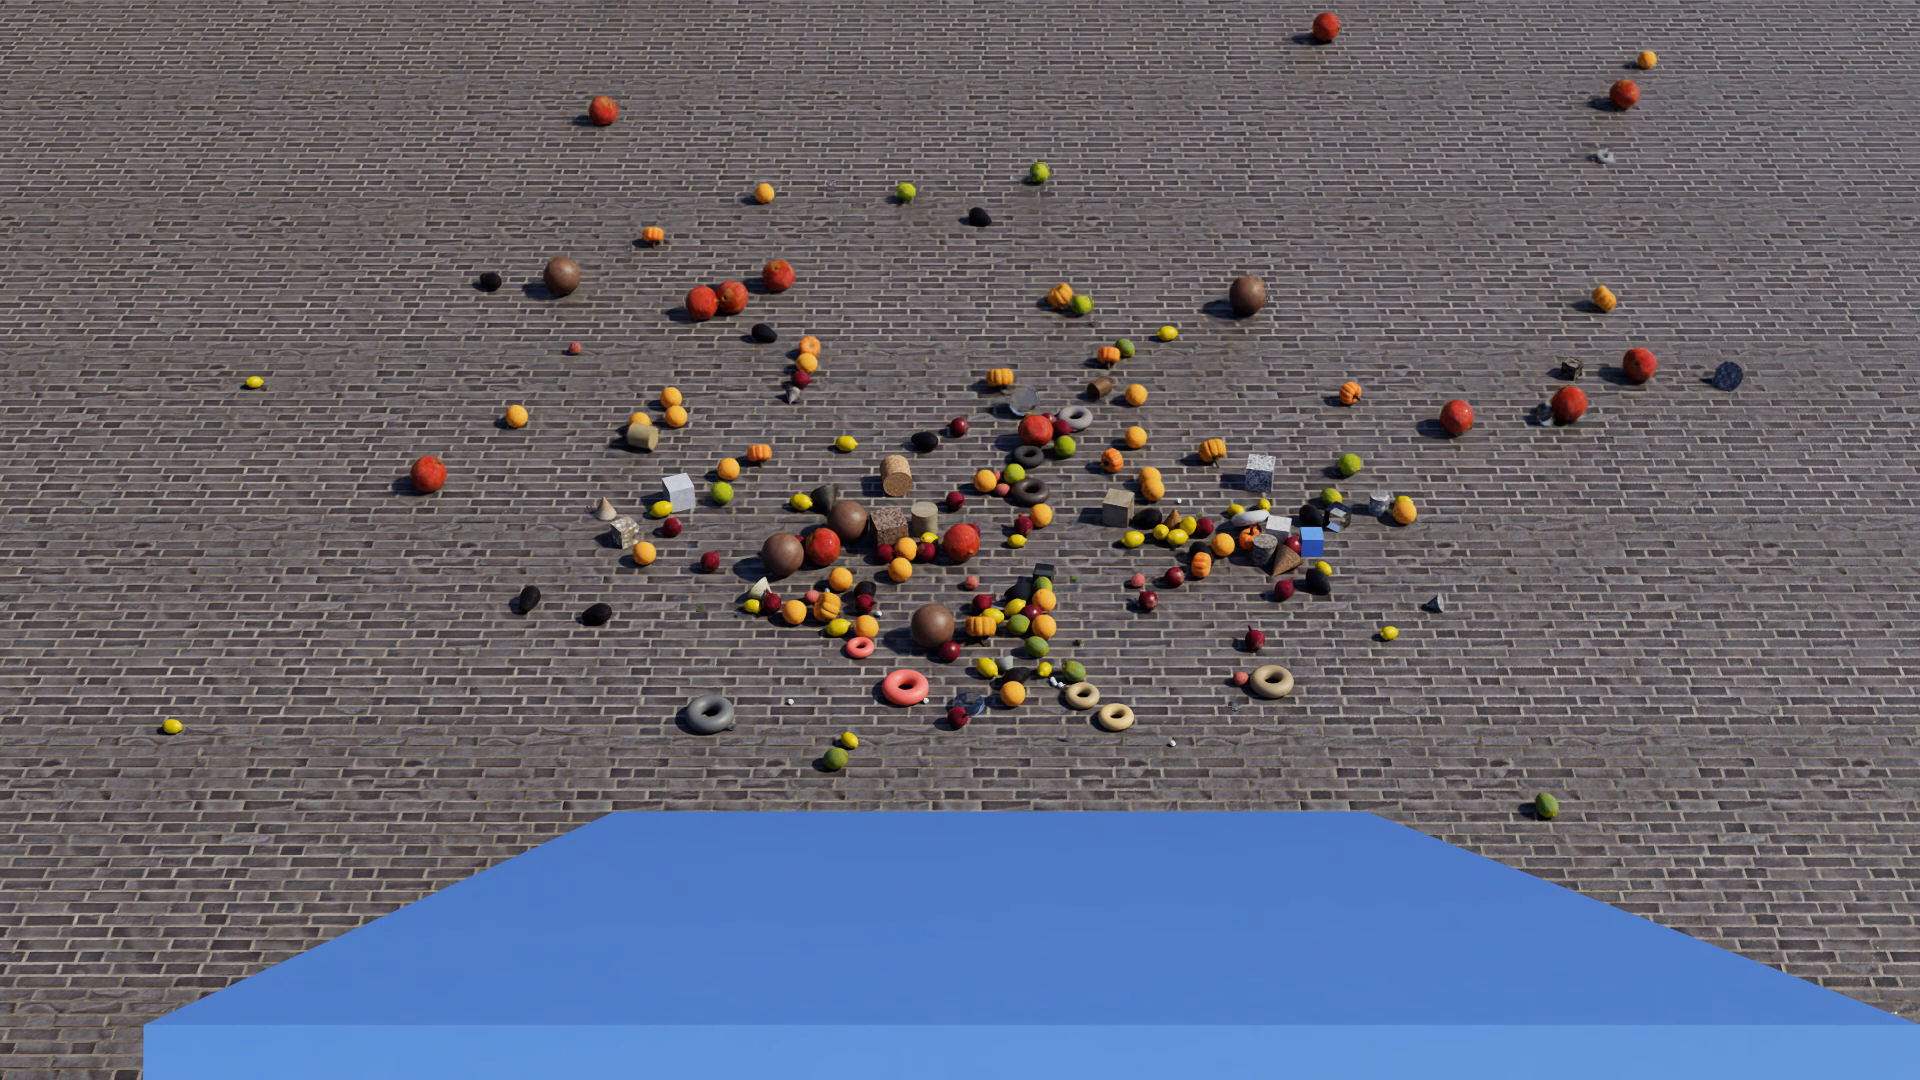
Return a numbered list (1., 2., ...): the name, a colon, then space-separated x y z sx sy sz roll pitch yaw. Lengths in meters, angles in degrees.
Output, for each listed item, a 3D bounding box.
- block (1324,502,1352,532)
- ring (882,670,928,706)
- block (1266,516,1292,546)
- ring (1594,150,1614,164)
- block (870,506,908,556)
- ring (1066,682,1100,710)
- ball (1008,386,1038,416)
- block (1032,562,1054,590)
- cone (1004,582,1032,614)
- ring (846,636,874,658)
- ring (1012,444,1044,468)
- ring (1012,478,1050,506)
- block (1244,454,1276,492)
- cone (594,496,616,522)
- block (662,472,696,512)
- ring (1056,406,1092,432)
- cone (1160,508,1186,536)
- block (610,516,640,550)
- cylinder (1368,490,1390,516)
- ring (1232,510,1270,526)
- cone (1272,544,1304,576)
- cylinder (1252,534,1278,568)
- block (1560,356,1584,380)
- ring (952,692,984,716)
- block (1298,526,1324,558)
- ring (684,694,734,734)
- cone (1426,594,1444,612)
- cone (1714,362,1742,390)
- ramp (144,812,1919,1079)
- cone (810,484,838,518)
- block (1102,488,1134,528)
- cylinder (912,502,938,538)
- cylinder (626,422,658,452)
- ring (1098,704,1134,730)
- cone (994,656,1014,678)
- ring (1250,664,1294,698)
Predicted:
1. block: 1.170 -0.072 8.058 0.061 0.061 0.061 29 45 32
2. ring: -0.156 0.420 7.418 0.135 0.045 0.135 1 38 -1
3. block: 0.976 -0.023 7.985 0.070 0.070 0.070 8 38 11
4. ring: 2.462 -1.464 9.937 0.077 0.026 0.077 1 40 -1
5. block: -0.218 -0.027 7.969 0.098 0.098 0.098 -10 38 -13
6. ring: 0.348 0.443 7.398 0.099 0.033 0.099 -1 38 1
7. ball: 0.208 -0.455 8.539 0.096 0.096 0.096 0 37 0
8. block: 0.251 0.110 7.821 0.055 0.055 0.055 7 38 9
9. cone: 0.188 0.185 7.734 0.088 0.088 0.088 -15 66 -19
10. ring: -0.291 0.313 7.574 0.083 0.028 0.083 -1 36 0
11. ring: 0.217 -0.268 8.342 0.104 0.035 0.104 1 37 -1
12. ring: 0.222 -0.151 8.181 0.122 0.041 0.122 1 38 -1
13. block: 0.949 -0.211 8.225 0.083 0.083 0.083 7 38 10
14. cone: -1.107 -0.109 8.099 0.072 0.072 0.072 0 37 0
15. block: -0.880 -0.148 8.143 0.080 0.080 0.080 -14 39 -18
16. ring: 0.375 -0.398 8.510 0.120 0.040 0.120 -1 36 1
17. cone: 0.662 -0.068 8.038 0.079 0.079 0.079 0 37 0
18. block: -1.029 -0.023 7.992 0.063 0.063 0.063 -25 44 -29
19. cylinder: 1.308 -0.115 8.115 0.061 0.061 0.061 0 37 0
20. ring: 0.897 -0.068 8.034 0.121 0.040 0.121 -10 1 0
21. cone: 0.971 0.079 7.874 0.095 0.095 0.095 31 73 34
22. cylinder: 0.925 0.032 7.908 0.074 0.074 0.074 0 37 0
23. block: 2.055 -0.575 8.736 0.052 0.052 0.052 29 45 33
24. ring: 0.024 0.465 7.370 0.092 0.031 0.092 -1 37 1
25. block: 1.074 0.006 7.950 0.066 0.066 0.066 0 37 0
26. ring: -0.705 0.490 7.324 0.141 0.047 0.141 0 38 0
27. cone: 1.406 0.191 7.740 0.053 0.053 0.053 -13 30 29
28. cone: 2.590 -0.548 8.707 0.097 0.097 0.097 29 19 33
29. ramp: 0.081 0.684 4.924 2.000 0.100 4.000 0 -3 0
30. cone: -0.411 -0.109 8.123 0.093 0.093 0.093 -11 67 -14
31. block: 0.492 -0.099 8.078 0.081 0.081 0.081 11 38 14
32. cylinder: -0.109 -0.062 8.029 0.081 0.081 0.081 0 37 0
33. cylinder: -1.024 -0.335 8.395 0.076 0.076 0.076 20 41 14
34. ring: 0.439 0.498 7.323 0.101 0.034 0.101 -1 36 1
35. cone: 0.139 0.375 7.493 0.059 0.059 0.059 -18 67 -22
36. ring: 0.892 0.404 7.441 0.126 0.042 0.126 -1 36 1
